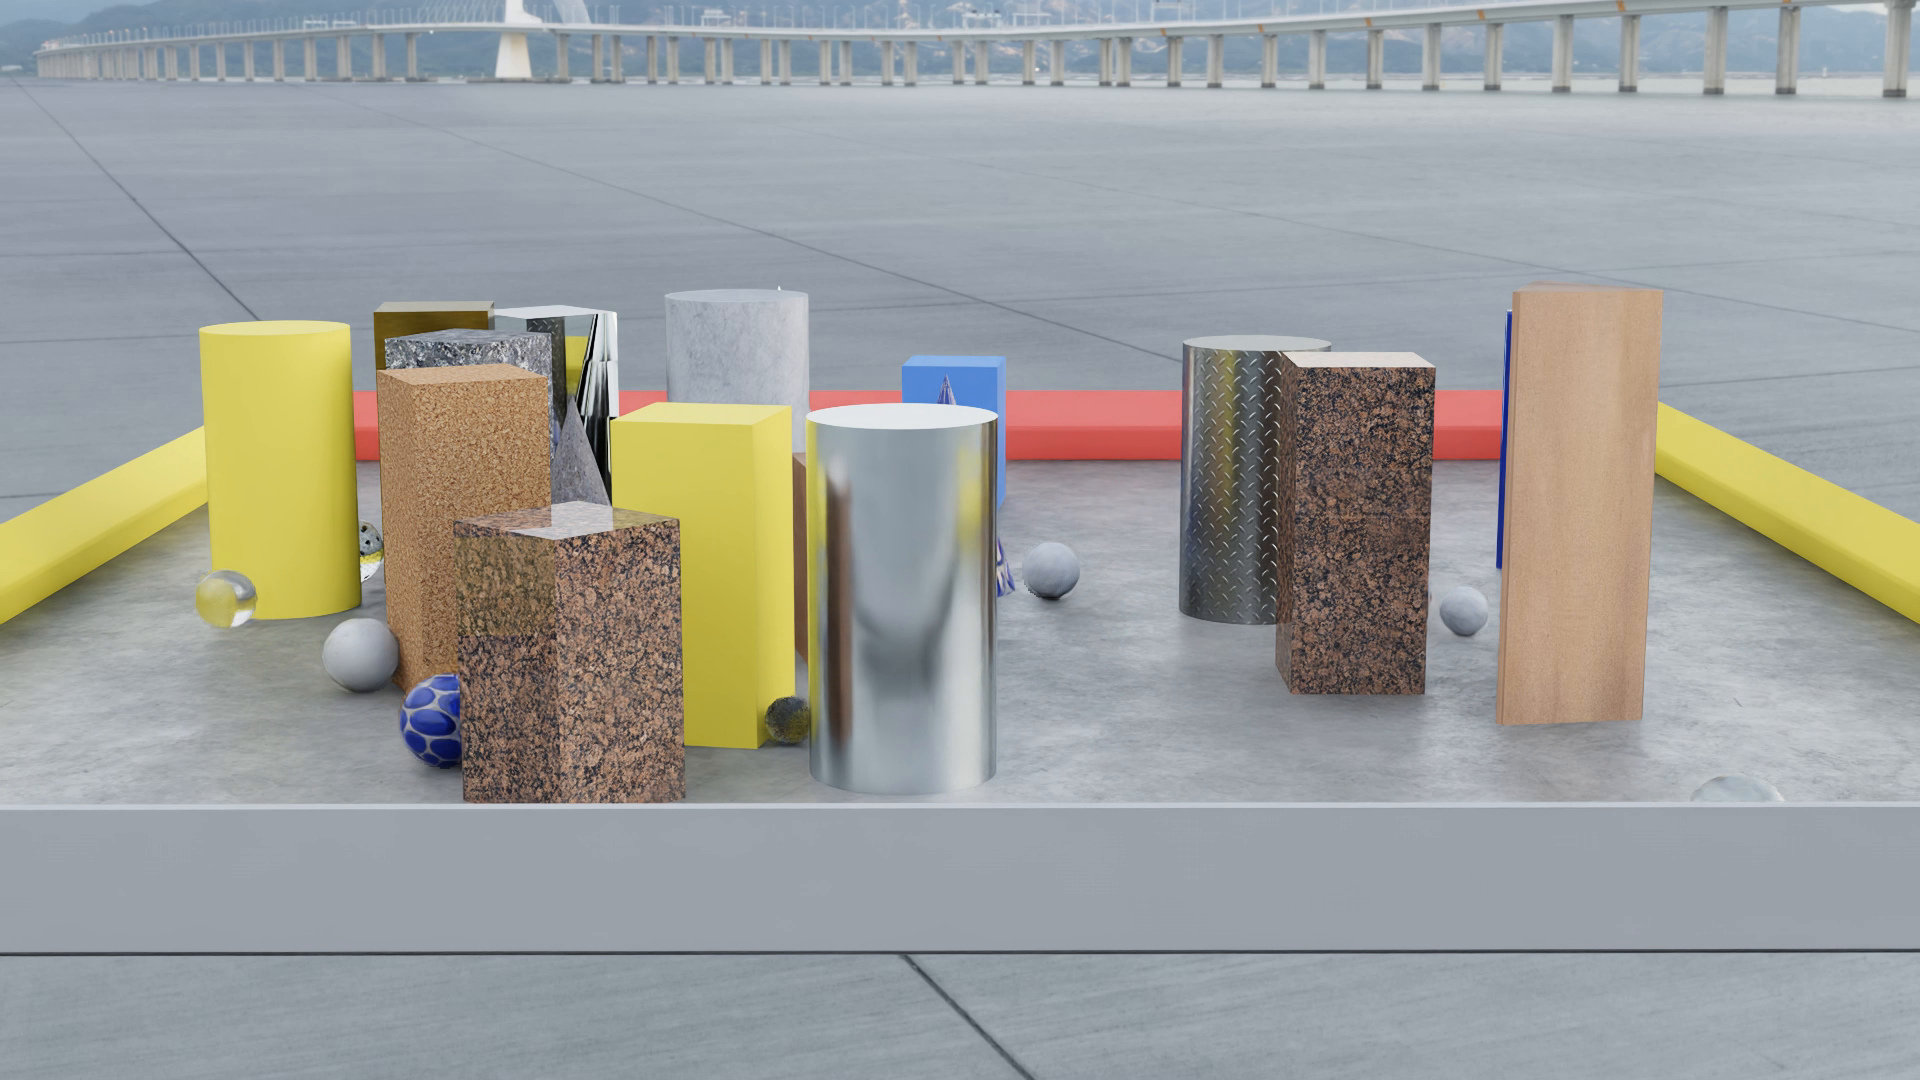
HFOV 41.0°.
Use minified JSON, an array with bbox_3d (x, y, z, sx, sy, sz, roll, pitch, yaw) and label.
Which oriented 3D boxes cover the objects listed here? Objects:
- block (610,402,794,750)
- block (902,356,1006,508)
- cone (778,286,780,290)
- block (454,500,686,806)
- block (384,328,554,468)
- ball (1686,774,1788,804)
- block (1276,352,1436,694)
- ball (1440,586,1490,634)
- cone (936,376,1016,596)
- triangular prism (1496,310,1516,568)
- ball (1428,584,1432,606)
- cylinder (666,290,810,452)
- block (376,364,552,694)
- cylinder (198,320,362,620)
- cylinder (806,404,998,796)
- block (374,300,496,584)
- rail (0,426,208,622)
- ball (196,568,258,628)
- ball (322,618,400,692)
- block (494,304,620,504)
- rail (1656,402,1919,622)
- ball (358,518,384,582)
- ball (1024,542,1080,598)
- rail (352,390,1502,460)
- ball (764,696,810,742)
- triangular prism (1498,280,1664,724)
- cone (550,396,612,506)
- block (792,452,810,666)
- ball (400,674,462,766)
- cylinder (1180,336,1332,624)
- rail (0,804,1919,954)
[{"bbox_3d":[-0.280,0.035,2.824,0.157,0.352,0.157,2,11,11],"label":"block"},{"bbox_3d":[-0.009,-0.179,4.289,0.157,0.241,0.157,1,11,6],"label":"block"},{"bbox_3d":[-0.265,-0.174,3.799,0.196,0.408,0.196,0,11,0],"label":"cone"},{"bbox_3d":[-0.387,0.120,2.551,0.157,0.285,0.157,9,14,42],"label":"block"},{"bbox_3d":[-0.660,-0.093,3.478,0.157,0.367,0.157,5,12,25],"label":"block"},{"bbox_3d":[0.701,0.259,2.312,0.098,0.098,0.098,0,11,0],"label":"ball"},{"bbox_3d":[0.466,-0.023,3.048,0.157,0.385,0.157,0,11,0],"label":"block"},{"bbox_3d":[0.653,0.091,3.319,0.062,0.062,0.062,0,11,0],"label":"ball"},{"bbox_3d":[-0.019,-0.083,3.591,0.196,0.304,0.196,0,11,0],"label":"cone"},{"bbox_3d":[0.896,-0.149,3.749,0.170,0.378,0.147,6,12,29],"label":"triangular prism"},{"bbox_3d":[0.590,0.074,3.397,0.068,0.068,0.068,0,11,0],"label":"ball"},{"bbox_3d":[-0.306,-0.131,3.549,0.196,0.415,0.196,0,11,0],"label":"cylinder"},{"bbox_3d":[-0.579,-0.010,3.013,0.157,0.373,0.157,-5,12,-27],"label":"block"},{"bbox_3d":[-0.919,-0.099,3.475,0.196,0.378,0.196,0,11,0],"label":"cylinder"},{"bbox_3d":[-0.059,0.057,2.652,0.196,0.373,0.196,0,11,0],"label":"cylinder"},{"bbox_3d":[-0.749,-0.144,3.696,0.157,0.386,0.157,-1,11,-7],"label":"block"},{"bbox_3d":[-1.243,0.034,3.442,0.045,0.127,2.713,0,11,0],"label":"rail"},{"bbox_3d":[-0.959,0.077,3.353,0.078,0.078,0.078,0,11,0],"label":"ball"},{"bbox_3d":[-0.704,0.135,3.014,0.087,0.087,0.087,0,11,0],"label":"ball"},{"bbox_3d":[-0.628,-0.168,3.900,0.157,0.359,0.157,-9,14,-40],"label":"block"},{"bbox_3d":[1.243,0.031,3.456,0.045,0.127,2.713,0,11,0],"label":"rail"},{"bbox_3d":[-0.866,0.015,3.635,0.097,0.097,0.097,0,11,0],"label":"ball"},{"bbox_3d":[0.127,0.041,3.547,0.077,0.077,0.077,0,11,0],"label":"ball"},{"bbox_3d":[-0.008,-0.210,4.759,2.534,0.127,0.045,0,11,0],"label":"rail"},{"bbox_3d":[-0.187,0.195,2.789,0.051,0.051,0.051,0,11,0],"label":"ball"},{"bbox_3d":[0.675,-0.047,2.909,0.170,0.483,0.147,-2,11,-9],"label":"triangular prism"},{"bbox_3d":[-0.495,-0.033,3.302,0.196,0.312,0.196,0,11,0],"label":"cone"},{"bbox_3d":[-0.120,0.022,3.189,0.157,0.246,0.157,-2,11,-13],"label":"block"},{"bbox_3d":[-0.539,0.189,2.695,0.098,0.098,0.098,0,11,0],"label":"ball"},{"bbox_3d":[0.395,-0.084,3.441,0.196,0.362,0.196,0,11,0],"label":"cylinder"},{"bbox_3d":[0.008,0.276,2.138,2.534,0.127,0.045,0,11,0],"label":"rail"}]
